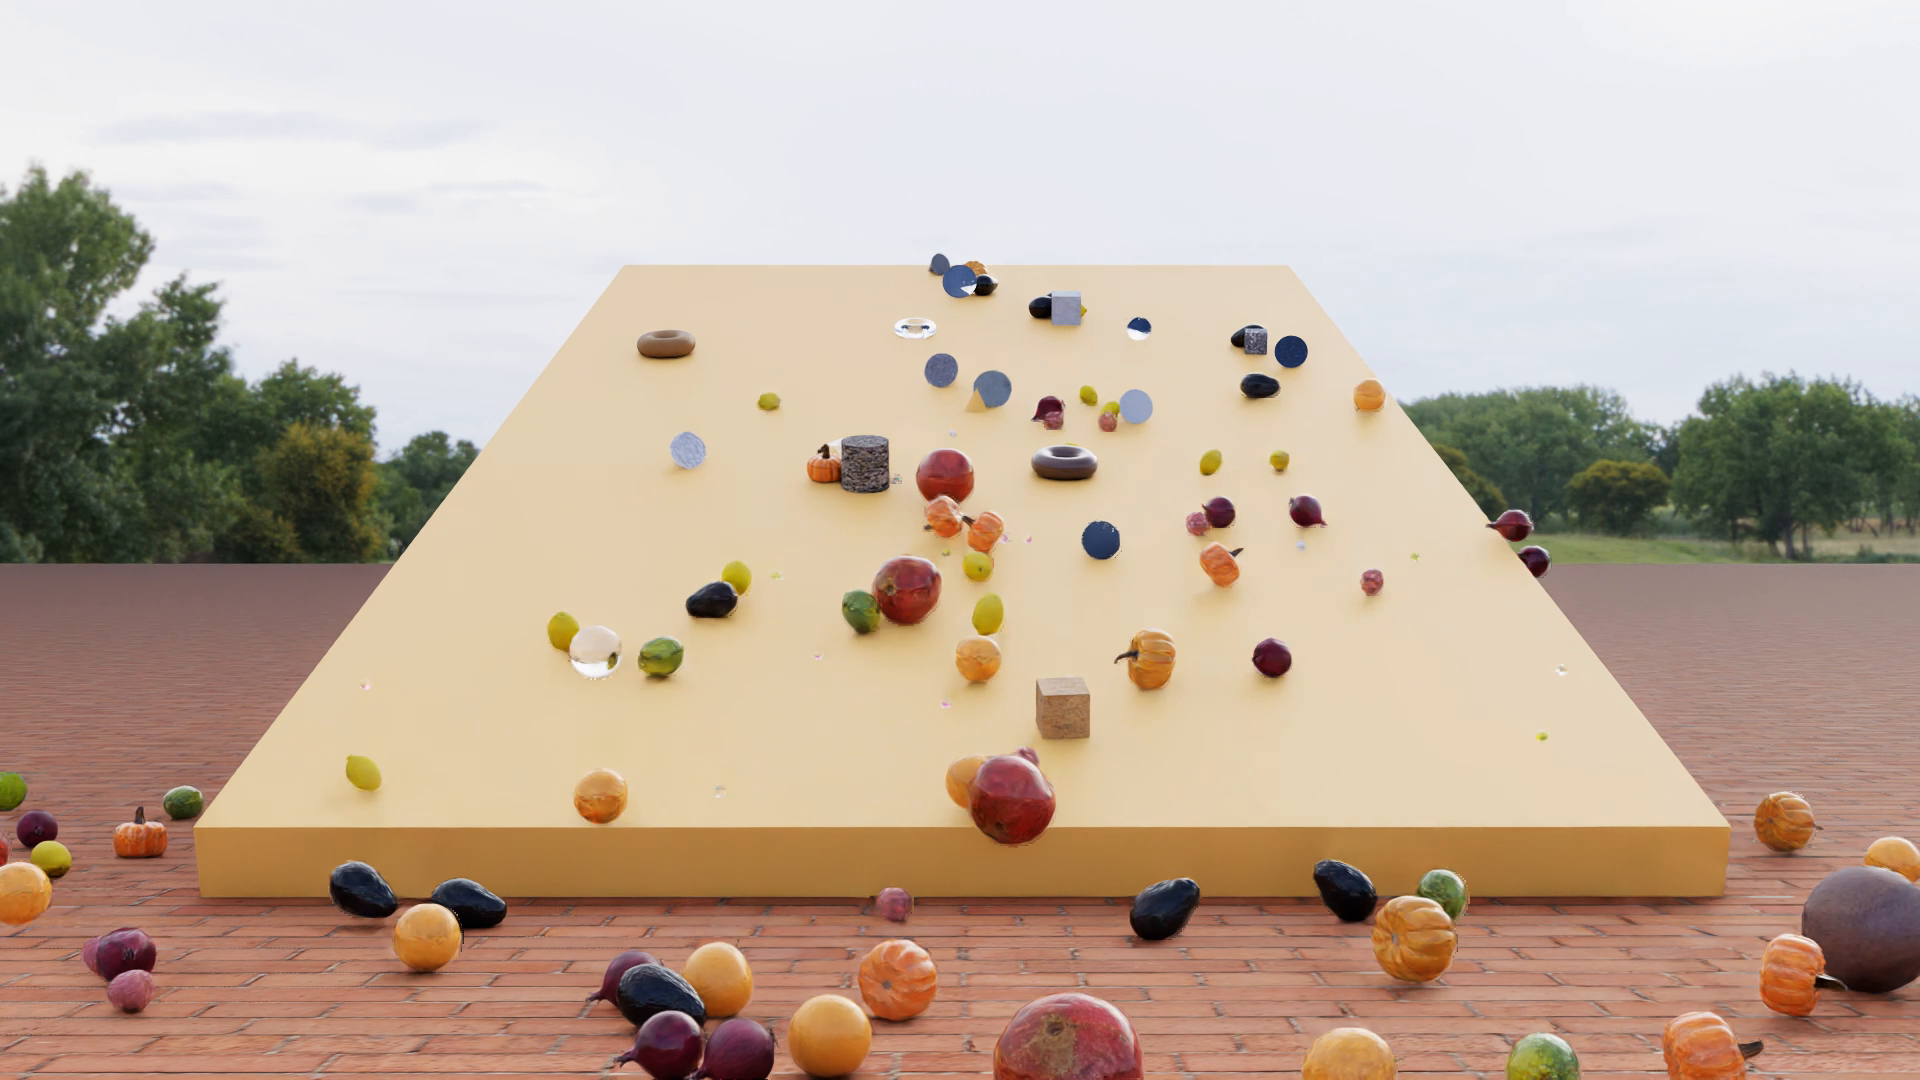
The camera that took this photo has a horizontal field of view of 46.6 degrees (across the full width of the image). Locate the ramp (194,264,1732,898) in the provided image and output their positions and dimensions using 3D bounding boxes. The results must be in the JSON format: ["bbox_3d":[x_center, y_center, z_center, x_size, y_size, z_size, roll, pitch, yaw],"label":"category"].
[{"bbox_3d":[-0.003,-0.180,4.821,2.000,0.100,4.000,0,17,0],"label":"ramp"}]

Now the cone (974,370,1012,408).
[{"bbox_3d":[0.075,-0.335,5.080,0.087,0.087,0.087,0,-9,2],"label":"cone"}]

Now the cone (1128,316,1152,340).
[{"bbox_3d":[0.466,-0.536,5.742,0.062,0.062,0.062,0,-10,13],"label":"cone"}]

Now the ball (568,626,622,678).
[{"bbox_3d":[-0.556,0.171,3.404,0.081,0.081,0.081,0,0,0],"label":"ball"}]

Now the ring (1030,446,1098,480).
[{"bbox_3d":[0.211,-0.156,4.505,0.137,0.046,0.137,1,19,0],"label":"ring"}]

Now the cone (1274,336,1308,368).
[{"bbox_3d":[0.811,-0.452,5.461,0.081,0.081,0.081,0,-9,8],"label":"cone"}]

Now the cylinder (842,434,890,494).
[{"bbox_3d":[-0.187,-0.150,4.402,0.094,0.094,0.094,0,17,0],"label":"cylinder"}]

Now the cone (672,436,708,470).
[{"bbox_3d":[-0.572,-0.175,4.577,0.078,0.078,0.078,0,5,-33],"label":"cone"}]

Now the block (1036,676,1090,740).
[{"bbox_3d":[0.148,0.242,3.204,0.068,0.068,0.068,-2,18,-6],"label":"block"}]

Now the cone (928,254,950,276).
[{"bbox_3d":[-0.075,-0.803,6.584,0.067,0.067,0.067,0,-13,-35],"label":"cone"}]

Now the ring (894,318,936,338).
[{"bbox_3d":[-0.116,-0.547,5.758,0.111,0.037,0.111,1,19,0],"label":"ring"}]

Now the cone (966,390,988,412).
[{"bbox_3d":[0.037,-0.317,5.005,0.050,0.050,0.050,0,17,0],"label":"cone"}]

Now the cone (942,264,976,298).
[{"bbox_3d":[0.003,-0.716,6.283,0.097,0.097,0.097,0,-9,5],"label":"cone"}]

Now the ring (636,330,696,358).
[{"bbox_3d":[-0.732,-0.489,5.552,0.146,0.049,0.146,-1,18,0],"label":"ring"}]

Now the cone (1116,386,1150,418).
[{"bbox_3d":[0.379,-0.288,4.940,0.078,0.078,0.078,0,-25,-2],"label":"cone"}]

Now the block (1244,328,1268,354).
[{"bbox_3d":[0.739,-0.496,5.572,0.054,0.054,0.054,1,18,4],"label":"block"}]

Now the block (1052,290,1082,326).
[{"bbox_3d":[0.281,-0.615,5.910,0.077,0.077,0.077,0,17,1],"label":"block"}]

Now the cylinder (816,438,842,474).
[{"bbox_3d":[-0.251,-0.170,4.523,0.060,0.060,0.060,0,15,30],"label":"cylinder"}]

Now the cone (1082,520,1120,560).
[{"bbox_3d":[0.248,0.006,4.012,0.071,0.071,0.071,0,-9,-7],"label":"cone"}]
